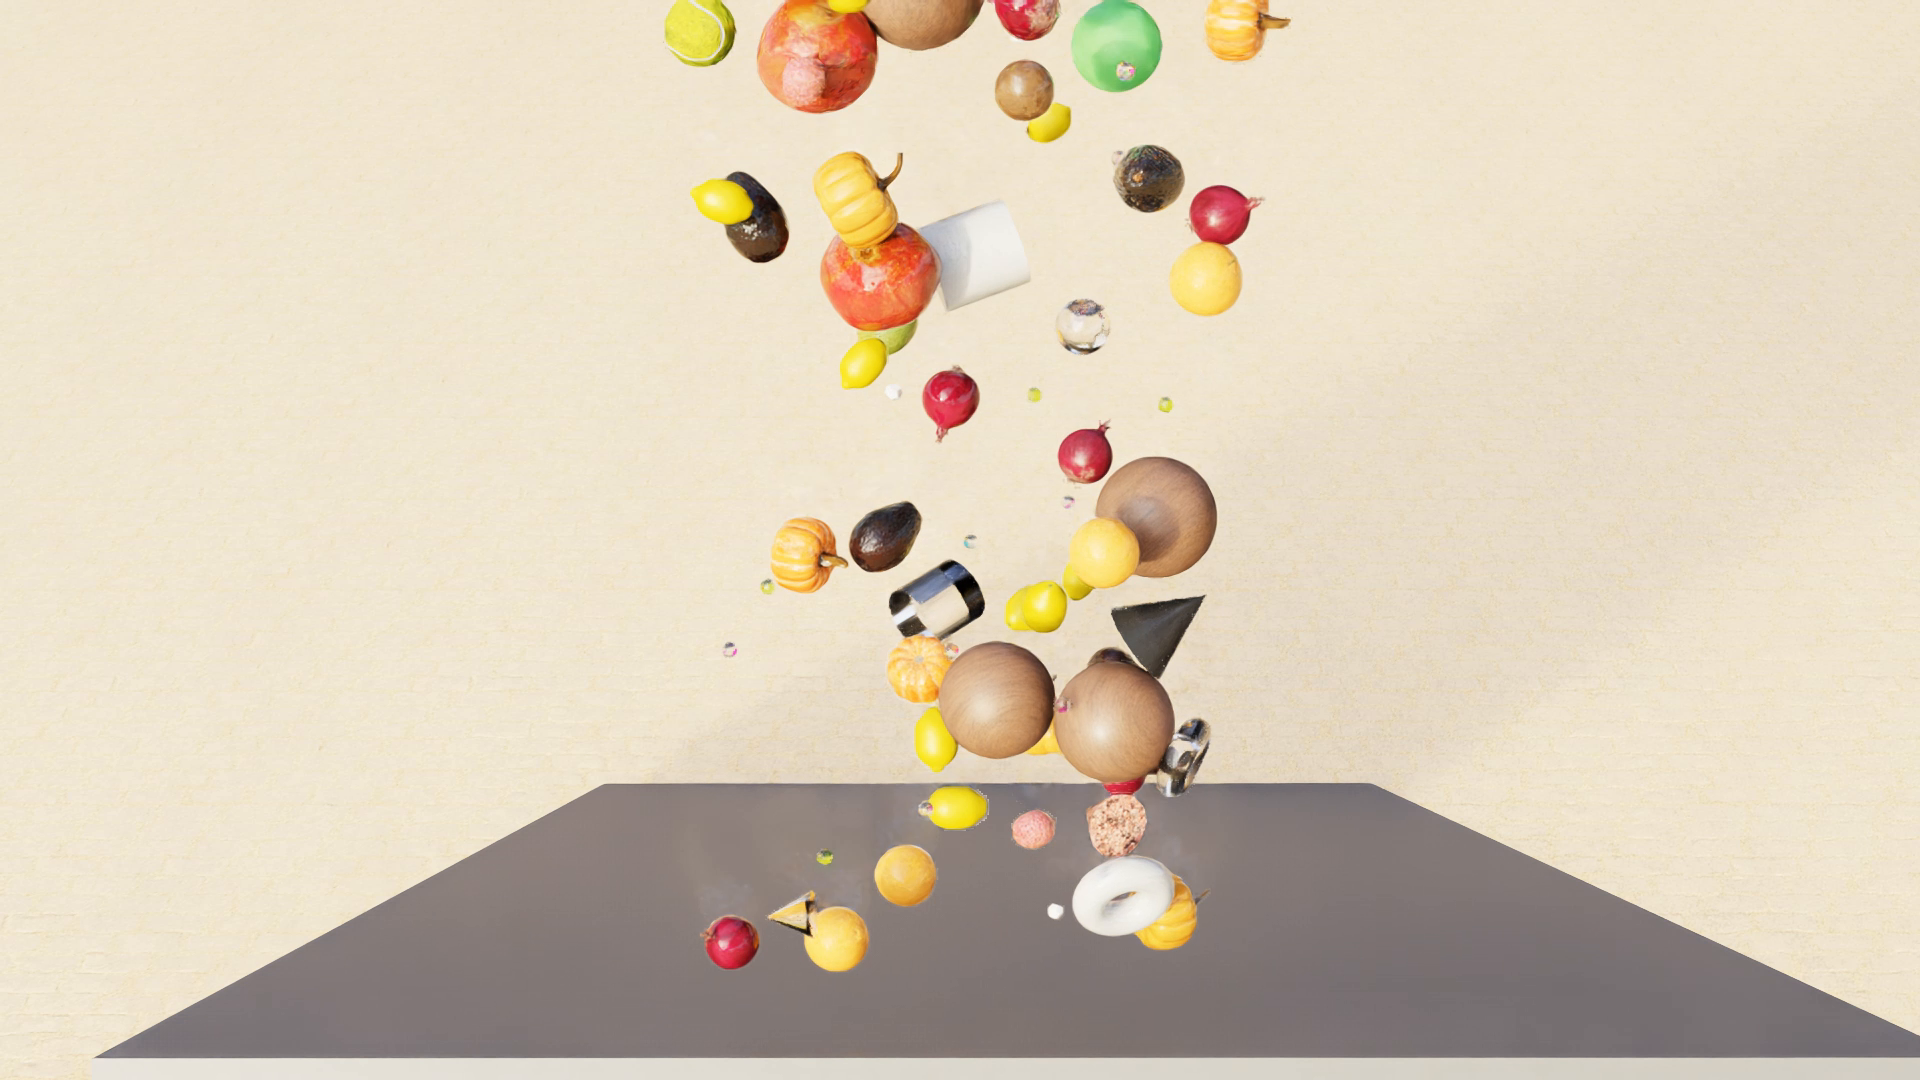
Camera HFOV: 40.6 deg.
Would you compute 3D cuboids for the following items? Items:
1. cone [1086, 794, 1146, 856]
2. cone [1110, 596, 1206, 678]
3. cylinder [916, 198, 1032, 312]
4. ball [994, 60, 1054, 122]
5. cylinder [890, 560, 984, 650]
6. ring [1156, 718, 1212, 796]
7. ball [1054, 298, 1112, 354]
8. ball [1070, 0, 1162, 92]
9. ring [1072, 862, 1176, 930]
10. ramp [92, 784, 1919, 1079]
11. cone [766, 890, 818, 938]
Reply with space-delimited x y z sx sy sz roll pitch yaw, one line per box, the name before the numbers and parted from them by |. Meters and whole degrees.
cone | 0.168 0.328 3.068 0.076 0.076 0.076 -17 17 -24
cone | 0.225 0.084 2.762 0.092 0.092 0.092 -35 31 14
cylinder | 0.014 -0.286 2.602 0.089 0.089 0.089 -20 36 -3
ball | 0.058 -0.404 2.333 0.055 0.055 0.055 0 33 0
cylinder | -0.028 0.078 3.131 0.081 0.081 0.081 -31 44 -30
ring | 0.239 0.232 2.770 0.031 0.092 0.092 26 40 15
ball | 0.115 -0.199 2.418 0.053 0.053 0.053 0 33 0
ball | 0.152 -0.481 2.526 0.089 0.089 0.089 0 33 0
ring | 0.188 0.408 2.973 0.121 0.121 0.040 -3 54 -5
ramp | 0.074 0.643 4.764 2.000 0.100 4.000 0 -1 0
cone | -0.186 0.412 2.840 0.052 0.052 0.052 -4 33 6
